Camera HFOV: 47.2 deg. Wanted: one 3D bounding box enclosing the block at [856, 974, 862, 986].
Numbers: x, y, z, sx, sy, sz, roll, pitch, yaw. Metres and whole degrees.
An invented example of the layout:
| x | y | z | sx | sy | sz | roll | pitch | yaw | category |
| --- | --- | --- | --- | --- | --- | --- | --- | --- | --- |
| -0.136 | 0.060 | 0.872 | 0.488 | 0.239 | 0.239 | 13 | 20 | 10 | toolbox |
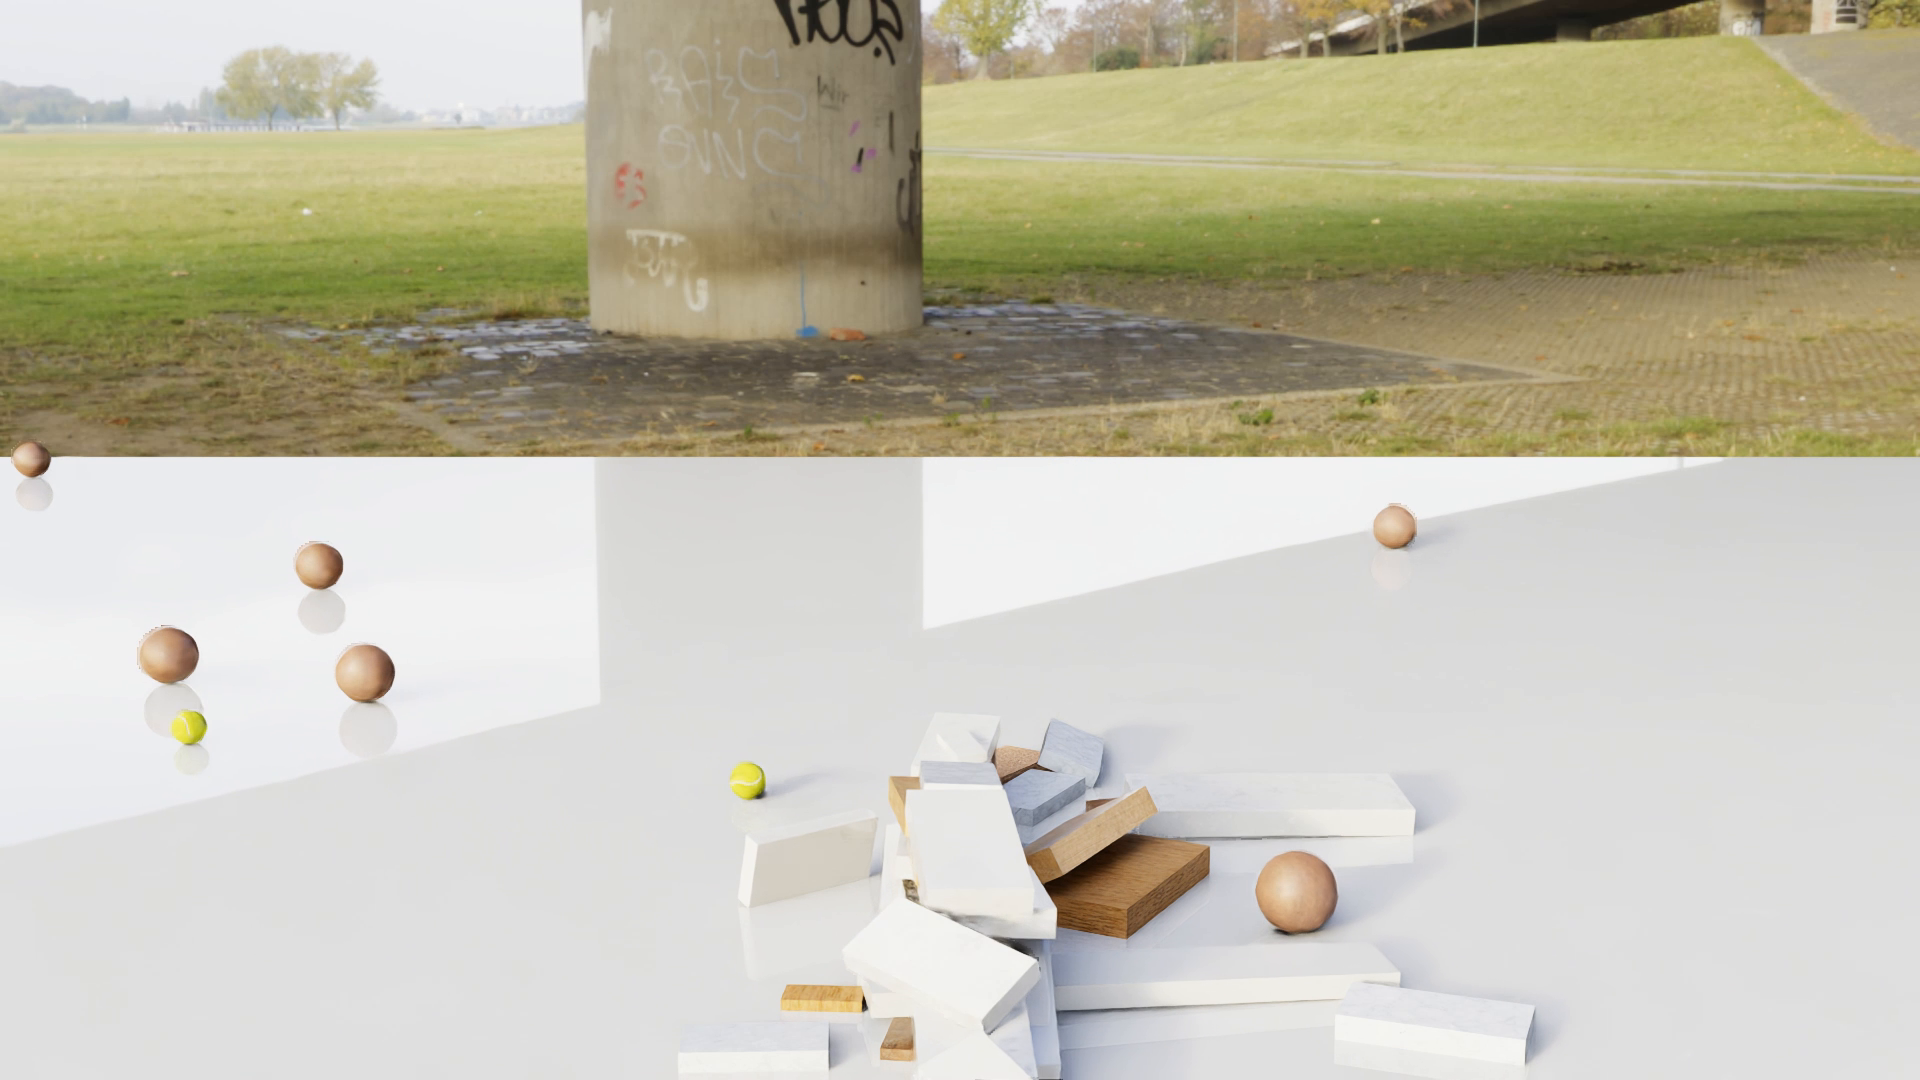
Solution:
| x | y | z | sx | sy | sz | roll | pitch | yaw | category |
| --- | --- | --- | --- | --- | --- | --- | --- | --- | --- |
| -0.093 | 0.638 | 3.250 | 0.118 | 0.059 | 0.017 | -2 | 11 | -8 | block |

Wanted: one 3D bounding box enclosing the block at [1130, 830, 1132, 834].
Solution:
| x | y | z | sx | sy | sz | roll | pitch | yaw | category |
| --- | --- | --- | --- | --- | --- | --- | --- | --- | --- |
| 0.280 | 0.528 | 3.959 | 0.056 | 0.016 | 0.113 | 0 | 11 | 0 | block |

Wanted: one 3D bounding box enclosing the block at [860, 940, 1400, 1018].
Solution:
| x | y | z | sx | sy | sz | roll | pitch | yaw | category |
| --- | --- | --- | --- | --- | --- | --- | --- | --- | --- |
| 0.250 | 0.644 | 3.230 | 0.781 | 0.037 | 0.130 | 0 | 10 | -9 | block |

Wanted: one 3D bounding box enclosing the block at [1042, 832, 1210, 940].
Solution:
| x | y | z | sx | sy | sz | roll | pitch | yaw | category |
| --- | --- | --- | --- | --- | --- | --- | --- | --- | --- |
| 0.267 | 0.568 | 3.650 | 0.176 | 0.050 | 0.353 | 6 | 12 | 27 | block |

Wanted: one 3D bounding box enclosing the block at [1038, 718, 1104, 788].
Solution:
| x | y | z | sx | sy | sz | roll | pitch | yaw | category |
| --- | --- | --- | --- | --- | --- | --- | --- | --- | --- |
| 0.222 | 0.421 | 4.371 | 0.117 | 0.033 | 0.234 | 23 | 12 | 2 | block |

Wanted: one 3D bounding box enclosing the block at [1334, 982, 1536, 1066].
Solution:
| x | y | z | sx | sy | sz | roll | pitch | yaw | category |
| --- | --- | --- | --- | --- | --- | --- | --- | --- | --- |
| 0.669 | 0.678 | 3.093 | 0.259 | 0.037 | 0.130 | 4 | 11 | 20 | block |

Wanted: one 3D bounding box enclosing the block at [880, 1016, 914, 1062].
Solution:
| x | y | z | sx | sy | sz | roll | pitch | yaw | category |
| --- | --- | --- | --- | --- | --- | --- | --- | --- | --- |
| -0.072 | 0.694 | 3.063 | 0.059 | 0.017 | 0.118 | 2 | 11 | 8 | block |

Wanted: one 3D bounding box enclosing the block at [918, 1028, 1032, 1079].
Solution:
| x | y | z | sx | sy | sz | roll | pitch | yaw | category |
| --- | --- | --- | --- | --- | --- | --- | --- | --- | --- |
| 0.052 | 0.701 | 2.714 | 0.101 | 0.029 | 0.206 | -25 | 47 | -33 | block |

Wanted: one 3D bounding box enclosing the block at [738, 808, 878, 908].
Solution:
| x | y | z | sx | sy | sz | roll | pitch | yaw | category |
| --- | --- | --- | --- | --- | --- | --- | --- | --- | --- |
| -0.252 | 0.528 | 3.661 | 0.241 | 0.121 | 0.034 | -8 | 28 | -37 | block |

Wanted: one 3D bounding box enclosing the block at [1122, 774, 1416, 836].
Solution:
| x | y | z | sx | sy | sz | roll | pitch | yaw | category |
| --- | --- | --- | --- | --- | --- | --- | --- | --- | --- |
| 0.561 | 0.484 | 4.023 | 0.502 | 0.050 | 0.176 | 1 | 16 | -6 | block |

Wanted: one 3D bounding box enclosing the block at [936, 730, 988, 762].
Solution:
| x | y | z | sx | sy | sz | roll | pitch | yaw | category |
| --- | --- | --- | --- | --- | --- | --- | --- | --- | --- |
| 0.003 | 0.376 | 4.006 | 0.056 | 0.016 | 0.112 | -7 | 20 | -19 | block |

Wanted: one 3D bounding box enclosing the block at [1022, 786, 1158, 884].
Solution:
| x | y | z | sx | sy | sz | roll | pitch | yaw | category |
| --- | --- | --- | --- | --- | --- | --- | --- | --- | --- |
| 0.177 | 0.514 | 3.692 | 0.176 | 0.050 | 0.353 | -29 | -5 | 32 | block |

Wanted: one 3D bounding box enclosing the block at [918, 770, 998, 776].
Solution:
| x | y | z | sx | sy | sz | roll | pitch | yaw | category |
| --- | --- | --- | --- | --- | --- | --- | --- | --- | --- |
| -0.013 | 0.496 | 3.767 | 0.137 | 0.039 | 0.274 | 2 | 35 | 3 | block |

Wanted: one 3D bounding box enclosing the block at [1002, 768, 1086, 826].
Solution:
| x | y | z | sx | sy | sz | roll | pitch | yaw | category |
| --- | --- | --- | --- | --- | --- | --- | --- | --- | --- |
| 0.135 | 0.485 | 4.146 | 0.117 | 0.033 | 0.234 | 5 | 12 | 27 | block |

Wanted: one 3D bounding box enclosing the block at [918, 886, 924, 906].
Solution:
| x | y | z | sx | sy | sz | roll | pitch | yaw | category |
| --- | --- | --- | --- | --- | --- | --- | --- | --- | --- |
| -0.007 | 0.590 | 3.367 | 0.090 | 0.025 | 0.180 | -2 | 40 | -10 | block |

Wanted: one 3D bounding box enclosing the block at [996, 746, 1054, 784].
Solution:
| x | y | z | sx | sy | sz | roll | pitch | yaw | category |
| --- | --- | --- | --- | --- | --- | --- | --- | --- | --- |
| 0.076 | 0.454 | 4.313 | 0.117 | 0.033 | 0.234 | 7 | 13 | 34 | block |

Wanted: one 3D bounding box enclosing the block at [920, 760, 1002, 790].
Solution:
| x | y | z | sx | sy | sz | roll | pitch | yaw | category |
| --- | --- | --- | --- | --- | --- | --- | --- | --- | --- |
| -0.001 | 0.388 | 3.502 | 0.121 | 0.034 | 0.241 | 2 | 2 | -3 | block |

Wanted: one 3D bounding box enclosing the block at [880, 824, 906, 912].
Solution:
| x | y | z | sx | sy | sz | roll | pitch | yaw | category |
| --- | --- | --- | --- | --- | --- | --- | --- | --- | --- |
| -0.057 | 0.553 | 3.577 | 0.137 | 0.039 | 0.274 | 0 | 25 | 1 | block |

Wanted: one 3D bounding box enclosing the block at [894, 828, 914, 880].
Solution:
| x | y | z | sx | sy | sz | roll | pitch | yaw | category |
| --- | --- | --- | --- | --- | --- | --- | --- | --- | --- |
| -0.029 | 0.483 | 3.589 | 0.137 | 0.039 | 0.274 | 4 | 15 | 1 | block |

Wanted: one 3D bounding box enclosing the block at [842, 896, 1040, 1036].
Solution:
| x | y | z | sx | sy | sz | roll | pitch | yaw | category |
| --- | --- | --- | --- | --- | --- | --- | --- | --- | --- |
| -0.027 | 0.569 | 2.948 | 0.241 | 0.034 | 0.121 | 19 | 44 | 35 | block |

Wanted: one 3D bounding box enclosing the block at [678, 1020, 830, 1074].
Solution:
| x | y | z | sx | sy | sz | roll | pitch | yaw | category |
| --- | --- | --- | --- | --- | --- | --- | --- | --- | --- |
| -0.281 | 0.696 | 3.021 | 0.203 | 0.029 | 0.101 | 0 | 11 | -2 | block |

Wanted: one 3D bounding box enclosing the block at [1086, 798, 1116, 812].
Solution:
| x | y | z | sx | sy | sz | roll | pitch | yaw | category |
| --- | --- | --- | --- | --- | --- | --- | --- | --- | --- |
| 0.337 | 0.500 | 4.089 | 0.189 | 0.024 | 0.084 | -3 | 11 | -17 | block |

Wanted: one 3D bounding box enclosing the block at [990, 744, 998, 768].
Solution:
| x | y | z | sx | sy | sz | roll | pitch | yaw | category |
| --- | --- | --- | --- | --- | --- | --- | --- | --- | --- |
| -0.002 | 0.456 | 4.051 | 0.126 | 0.036 | 0.252 | 2 | 31 | 3 | block |

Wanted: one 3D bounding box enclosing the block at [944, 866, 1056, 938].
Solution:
| x | y | z | sx | sy | sz | roll | pitch | yaw | category |
| --- | --- | --- | --- | --- | --- | --- | --- | --- | --- |
| 0.046 | 0.527 | 3.222 | 0.151 | 0.043 | 0.301 | 2 | 3 | -5 | block |

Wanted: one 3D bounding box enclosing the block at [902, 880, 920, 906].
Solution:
| x | y | z | sx | sy | sz | roll | pitch | yaw | category |
| --- | --- | --- | --- | --- | --- | --- | --- | --- | --- |
| -0.036 | 0.567 | 3.471 | 0.090 | 0.026 | 0.180 | -4 | 25 | -8 | block |

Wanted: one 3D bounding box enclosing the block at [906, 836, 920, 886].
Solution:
| x | y | z | sx | sy | sz | roll | pitch | yaw | category |
| --- | --- | --- | --- | --- | --- | --- | --- | --- | --- |
| 0.000 | 0.476 | 3.348 | 0.149 | 0.042 | 0.299 | 2 | 3 | -4 | block |

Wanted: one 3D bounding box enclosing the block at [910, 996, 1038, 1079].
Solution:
| x | y | z | sx | sy | sz | roll | pitch | yaw | category |
| --- | --- | --- | --- | --- | --- | --- | --- | --- | --- |
| 0.013 | 0.645 | 2.915 | 0.151 | 0.043 | 0.301 | 2 | 20 | -4 | block |

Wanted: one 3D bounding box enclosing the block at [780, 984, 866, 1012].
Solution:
| x | y | z | sx | sy | sz | roll | pitch | yaw | category |
| --- | --- | --- | --- | --- | --- | --- | --- | --- | --- |
| -0.198 | 0.668 | 3.204 | 0.118 | 0.017 | 0.059 | 1 | 11 | 4 | block |

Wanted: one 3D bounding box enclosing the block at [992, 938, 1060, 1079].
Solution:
| x | y | z | sx | sy | sz | roll | pitch | yaw | category |
| --- | --- | --- | --- | --- | --- | --- | --- | --- | --- |
| 0.053 | 0.635 | 3.075 | 0.151 | 0.043 | 0.408 | 2 | 20 | -2 | block |

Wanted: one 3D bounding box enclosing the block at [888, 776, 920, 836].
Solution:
| x | y | z | sx | sy | sz | roll | pitch | yaw | category |
| --- | --- | --- | --- | --- | --- | --- | --- | --- | --- |
| -0.027 | 0.424 | 3.512 | 0.149 | 0.042 | 0.323 | 2 | 2 | -7 | block |

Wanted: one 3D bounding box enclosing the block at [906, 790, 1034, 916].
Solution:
| x | y | z | sx | sy | sz | roll | pitch | yaw | category |
| --- | --- | --- | --- | --- | --- | --- | --- | --- | --- |
| 0.010 | 0.448 | 3.176 | 0.149 | 0.042 | 0.299 | 1 | 20 | -8 | block |

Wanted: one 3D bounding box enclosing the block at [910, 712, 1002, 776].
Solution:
| x | y | z | sx | sy | sz | roll | pitch | yaw | category |
| --- | --- | --- | --- | --- | --- | --- | --- | --- | --- |
| -0.005 | 0.386 | 4.058 | 0.126 | 0.036 | 0.252 | 3 | 19 | 9 | block |
